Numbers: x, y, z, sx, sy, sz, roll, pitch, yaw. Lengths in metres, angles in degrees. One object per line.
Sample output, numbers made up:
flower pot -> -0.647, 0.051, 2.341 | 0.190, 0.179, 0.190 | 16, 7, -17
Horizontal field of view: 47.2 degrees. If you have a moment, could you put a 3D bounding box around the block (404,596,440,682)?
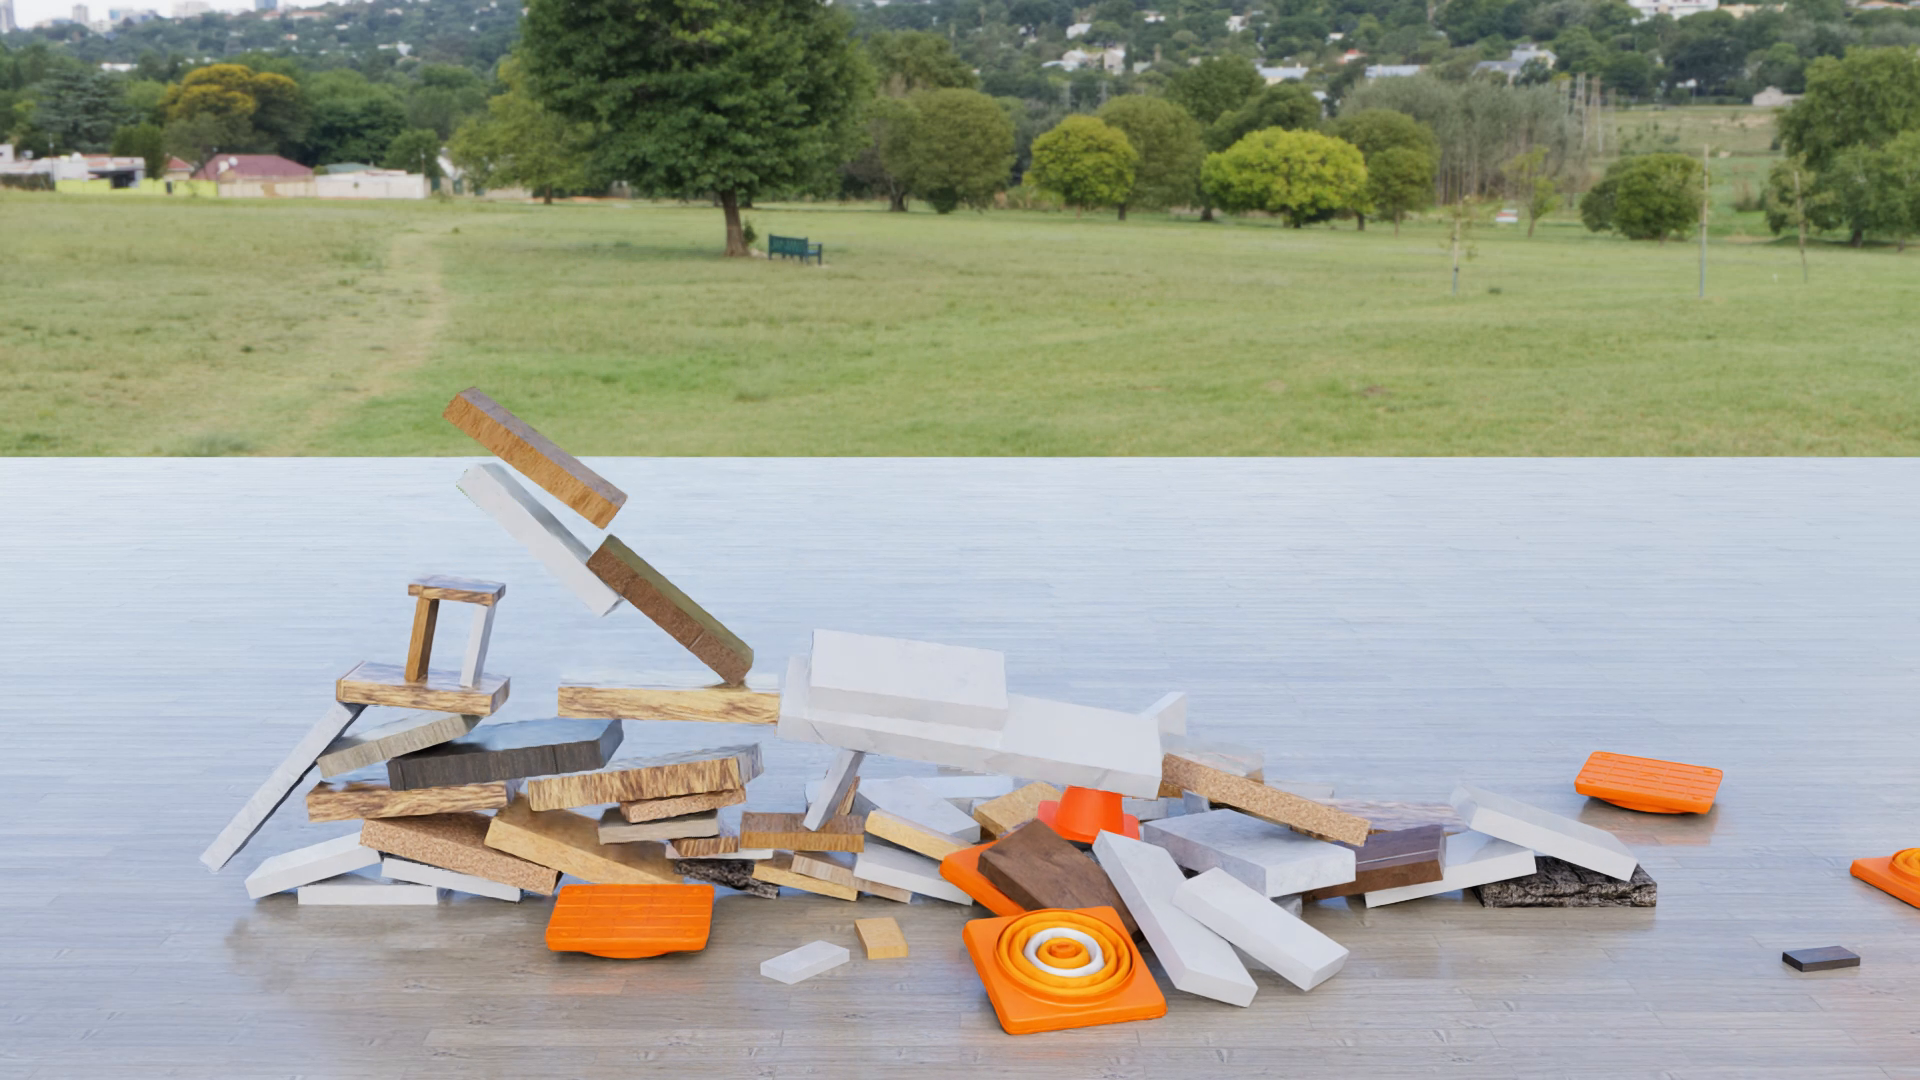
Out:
block -> -0.874, 0.153, 3.581 | 0.020, 0.140, 0.070 | 13, 14, 0

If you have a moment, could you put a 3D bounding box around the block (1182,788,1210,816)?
block -> 0.424, 0.494, 3.910 | 0.014, 0.101, 0.050 | -22, 21, -31

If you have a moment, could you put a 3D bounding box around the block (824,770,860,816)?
block -> -0.228, 0.479, 4.037 | 0.063, 0.018, 0.127 | 9, 40, 6

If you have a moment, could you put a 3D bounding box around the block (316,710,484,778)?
block -> -0.915, 0.322, 3.609 | 0.252, 0.036, 0.126 | -17, 10, 5

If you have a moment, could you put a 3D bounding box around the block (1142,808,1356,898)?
block -> 0.474, 0.516, 3.647 | 0.172, 0.049, 0.362 | -6, 7, -27

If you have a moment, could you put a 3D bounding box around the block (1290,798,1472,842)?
block -> 0.767, 0.516, 3.935 | 0.345, 0.049, 0.172 | 1, 11, 7

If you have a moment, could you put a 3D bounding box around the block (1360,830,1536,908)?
block -> 0.799, 0.541, 3.665 | 0.283, 0.040, 0.141 | -12, 11, 1

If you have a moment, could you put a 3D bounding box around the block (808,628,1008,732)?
block -> -0.085, 0.225, 3.557 | 0.315, 0.045, 0.158 | 7, 32, -7

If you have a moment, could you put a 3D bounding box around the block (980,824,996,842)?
block -> 0.082, 0.526, 3.962 | 0.140, 0.020, 0.070 | 10, 15, 44

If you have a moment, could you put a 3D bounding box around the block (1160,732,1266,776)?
block -> 0.431, 0.395, 4.095 | 0.246, 0.035, 0.123 | 7, 5, 23

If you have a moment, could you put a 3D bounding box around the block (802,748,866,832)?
block -> -0.191, 0.377, 3.625 | 0.025, 0.210, 0.087 | 30, 17, 10

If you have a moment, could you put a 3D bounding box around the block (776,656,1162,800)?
block -> 0.018, 0.303, 3.553 | 0.614, 0.045, 0.158 | 10, 32, -3

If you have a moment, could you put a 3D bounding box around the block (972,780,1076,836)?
block -> 0.116, 0.487, 3.957 | 0.175, 0.025, 0.087 | -17, 35, -43

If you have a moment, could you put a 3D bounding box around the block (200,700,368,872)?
block -> -1.109, 0.391, 3.630 | 0.036, 0.359, 0.126 | 42, 9, -6

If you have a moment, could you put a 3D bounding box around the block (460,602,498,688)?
block -> -0.782, 0.162, 3.578 | 0.020, 0.140, 0.070 | 15, 14, 0

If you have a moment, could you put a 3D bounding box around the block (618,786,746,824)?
block -> -0.453, 0.424, 3.584 | 0.191, 0.027, 0.095 | -8, 5, -18

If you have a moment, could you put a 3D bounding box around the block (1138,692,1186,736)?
block -> 0.408, 0.387, 4.456 | 0.031, 0.111, 0.222 | 5, 11, 24

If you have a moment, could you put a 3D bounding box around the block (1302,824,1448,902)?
block -> 0.663, 0.535, 3.624 | 0.267, 0.038, 0.134 | -13, 14, 19

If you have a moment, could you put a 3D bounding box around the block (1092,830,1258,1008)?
block -> 0.321, 0.569, 3.343 | 0.123, 0.035, 0.403 | 19, 16, -22

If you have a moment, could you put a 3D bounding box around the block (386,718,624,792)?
block -> -0.742, 0.345, 3.608 | 0.347, 0.049, 0.174 | -6, 11, 4

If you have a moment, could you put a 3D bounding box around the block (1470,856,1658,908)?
block -> 0.999, 0.570, 3.669 | 0.283, 0.040, 0.141 | 0, 11, -1

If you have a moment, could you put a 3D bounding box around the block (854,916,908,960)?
block -> -0.124, 0.623, 3.444 | 0.063, 0.018, 0.127 | -2, 11, -12

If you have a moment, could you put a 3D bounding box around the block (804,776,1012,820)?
block -> -0.090, 0.485, 4.132 | 0.398, 0.037, 0.132 | -1, 11, -6

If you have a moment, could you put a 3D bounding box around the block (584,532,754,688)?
block -> -0.469, 0.112, 3.578 | 0.309, 0.044, 0.154 | 40, 3, -8

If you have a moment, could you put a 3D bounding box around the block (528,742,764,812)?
block -> -0.513, 0.389, 3.615 | 0.347, 0.049, 0.174 | -7, 1, 8

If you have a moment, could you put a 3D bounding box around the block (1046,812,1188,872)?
block -> 0.278, 0.535, 3.859 | 0.134, 0.038, 0.267 | -10, 15, -44

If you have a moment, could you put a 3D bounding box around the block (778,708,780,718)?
block -> -0.426, 0.378, 4.773 | 0.101, 0.014, 0.050 | 2, 11, 12

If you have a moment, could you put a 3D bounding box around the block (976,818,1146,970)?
block -> 0.167, 0.547, 3.419 | 0.132, 0.037, 0.265 | -26, 48, -38

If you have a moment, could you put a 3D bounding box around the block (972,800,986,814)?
block -> 0.091, 0.499, 4.009 | 0.140, 0.020, 0.070 | 10, 0, 2

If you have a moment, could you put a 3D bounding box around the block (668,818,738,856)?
block -> -0.444, 0.476, 3.660 | 0.095, 0.027, 0.223 | -2, 11, -21

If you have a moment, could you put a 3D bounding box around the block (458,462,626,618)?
block -> -0.666, -0.002, 3.550 | 0.309, 0.044, 0.154 | 44, 2, -2
